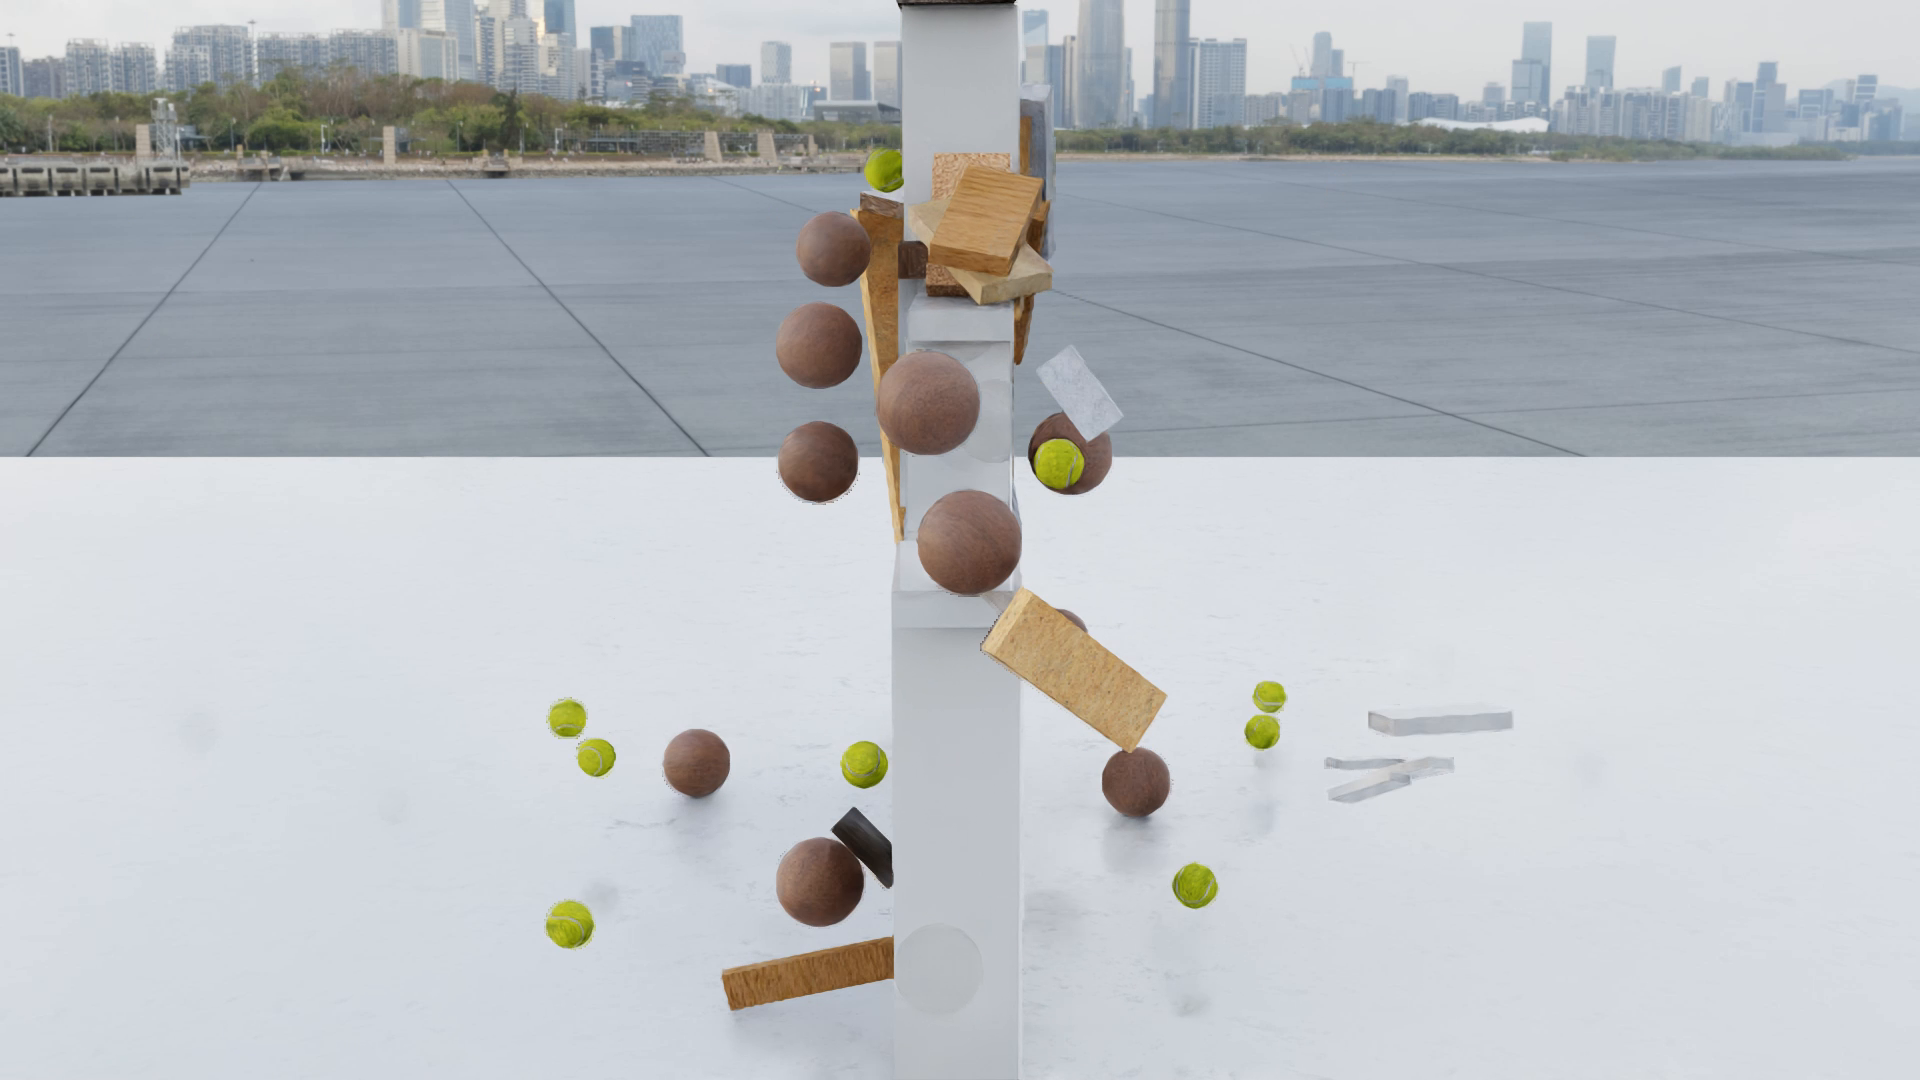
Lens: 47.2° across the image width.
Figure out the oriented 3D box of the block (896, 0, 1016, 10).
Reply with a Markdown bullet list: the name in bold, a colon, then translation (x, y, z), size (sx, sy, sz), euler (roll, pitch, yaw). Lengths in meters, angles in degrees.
- **block**: translation (-0.004, -0.845, 3.404), size (0.174, 0.049, 0.348), euler (0, 10, 1)

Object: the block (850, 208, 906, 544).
- **block**: translation (-0.107, -0.307, 4.149), size (0.111, 0.656, 0.031), euler (-16, 19, -26)

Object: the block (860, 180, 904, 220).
- **block**: translation (-0.064, -0.604, 3.967), size (0.222, 0.031, 0.111), euler (21, 32, 41)

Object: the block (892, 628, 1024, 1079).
- **block**: translation (-0.002, 0.414, 2.854), size (0.164, 0.644, 0.047), euler (2, 11, 8)

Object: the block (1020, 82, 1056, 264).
- **block**: translation (0.072, -0.621, 3.714), size (0.165, 0.330, 0.047), euler (10, 46, 13)

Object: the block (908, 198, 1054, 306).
- **block**: translation (0.027, -0.417, 3.131), size (0.113, 0.032, 0.227), euler (-15, 43, -23)

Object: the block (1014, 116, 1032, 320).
- **block**: translation (0.027, -0.535, 3.634), size (0.165, 0.330, 0.047), euler (5, 22, 7)

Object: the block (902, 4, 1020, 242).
- **block**: translation (0.002, -0.629, 3.329), size (0.174, 0.348, 0.049), euler (0, 6, 5)

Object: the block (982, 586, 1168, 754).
- **block**: translation (0.143, 0.161, 2.669), size (0.292, 0.086, 0.024), euler (37, -7, -41)

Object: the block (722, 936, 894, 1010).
- **block**: translation (-0.182, 0.619, 3.177), size (0.319, 0.059, 0.017), euler (-11, 21, 0)

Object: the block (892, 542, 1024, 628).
- **block**: translation (-0.004, 0.056, 2.890), size (0.164, 0.047, 0.328), euler (0, 11, 0)

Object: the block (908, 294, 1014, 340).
- **block**: translation (0.004, -0.316, 3.109), size (0.143, 0.040, 0.285), euler (0, 11, 1)

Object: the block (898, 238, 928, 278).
- **block**: translation (-0.004, -0.445, 3.440), size (0.175, 0.049, 0.349), euler (0, 10, 0)

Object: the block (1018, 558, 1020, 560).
- **block**: translation (0.003, 0.247, 3.332), size (0.173, 0.473, 0.049), euler (0, 11, 1)

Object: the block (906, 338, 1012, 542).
- **block**: translation (0.000, -0.056, 3.079), size (0.143, 0.456, 0.040), euler (0, 15, 3)

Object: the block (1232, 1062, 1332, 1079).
- **block**: translation (0.444, 0.725, 2.872), size (0.173, 0.024, 0.086), euler (6, 12, 29)

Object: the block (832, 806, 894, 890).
- **block**: translation (-0.126, 0.439, 3.133), size (0.017, 0.119, 0.059), euler (-42, -4, -42)

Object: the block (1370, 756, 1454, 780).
- **block**: translation (0.635, 0.324, 3.095), size (0.052, 0.015, 0.104), euler (10, -21, -39)

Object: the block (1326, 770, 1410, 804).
- **block**: translation (0.573, 0.347, 3.085), size (0.052, 0.015, 0.104), euler (15, -31, -43)

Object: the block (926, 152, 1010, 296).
- **block**: translation (0.013, -0.467, 3.249), size (0.113, 0.227, 0.032), euler (1, -24, 4)

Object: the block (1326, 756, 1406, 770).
- **block**: translation (0.607, 0.334, 3.293), size (0.104, 0.015, 0.052), euler (1, 0, -15)

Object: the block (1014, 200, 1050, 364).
- **block**: translation (0.050, -0.461, 3.816), size (0.165, 0.371, 0.047), euler (15, 55, 5)

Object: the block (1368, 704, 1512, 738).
- **block**: translation (0.658, 0.247, 3.017), size (0.173, 0.024, 0.086), euler (-3, 4, -12)

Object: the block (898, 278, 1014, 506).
- **block**: translation (-0.005, -0.228, 3.364), size (0.175, 0.349, 0.049), euler (0, 11, 0)

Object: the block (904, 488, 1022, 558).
- **block**: translation (0.003, -0.031, 3.396), size (0.173, 0.049, 0.346), euler (0, 11, 0)

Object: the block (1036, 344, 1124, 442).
- **block**: translation (0.160, -0.196, 2.943), size (0.059, 0.119, 0.017), euler (-35, 6, 12)

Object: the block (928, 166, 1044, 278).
- **block**: translation (0.039, -0.455, 3.128), size (0.113, 0.032, 0.227), euler (12, 40, 8)
